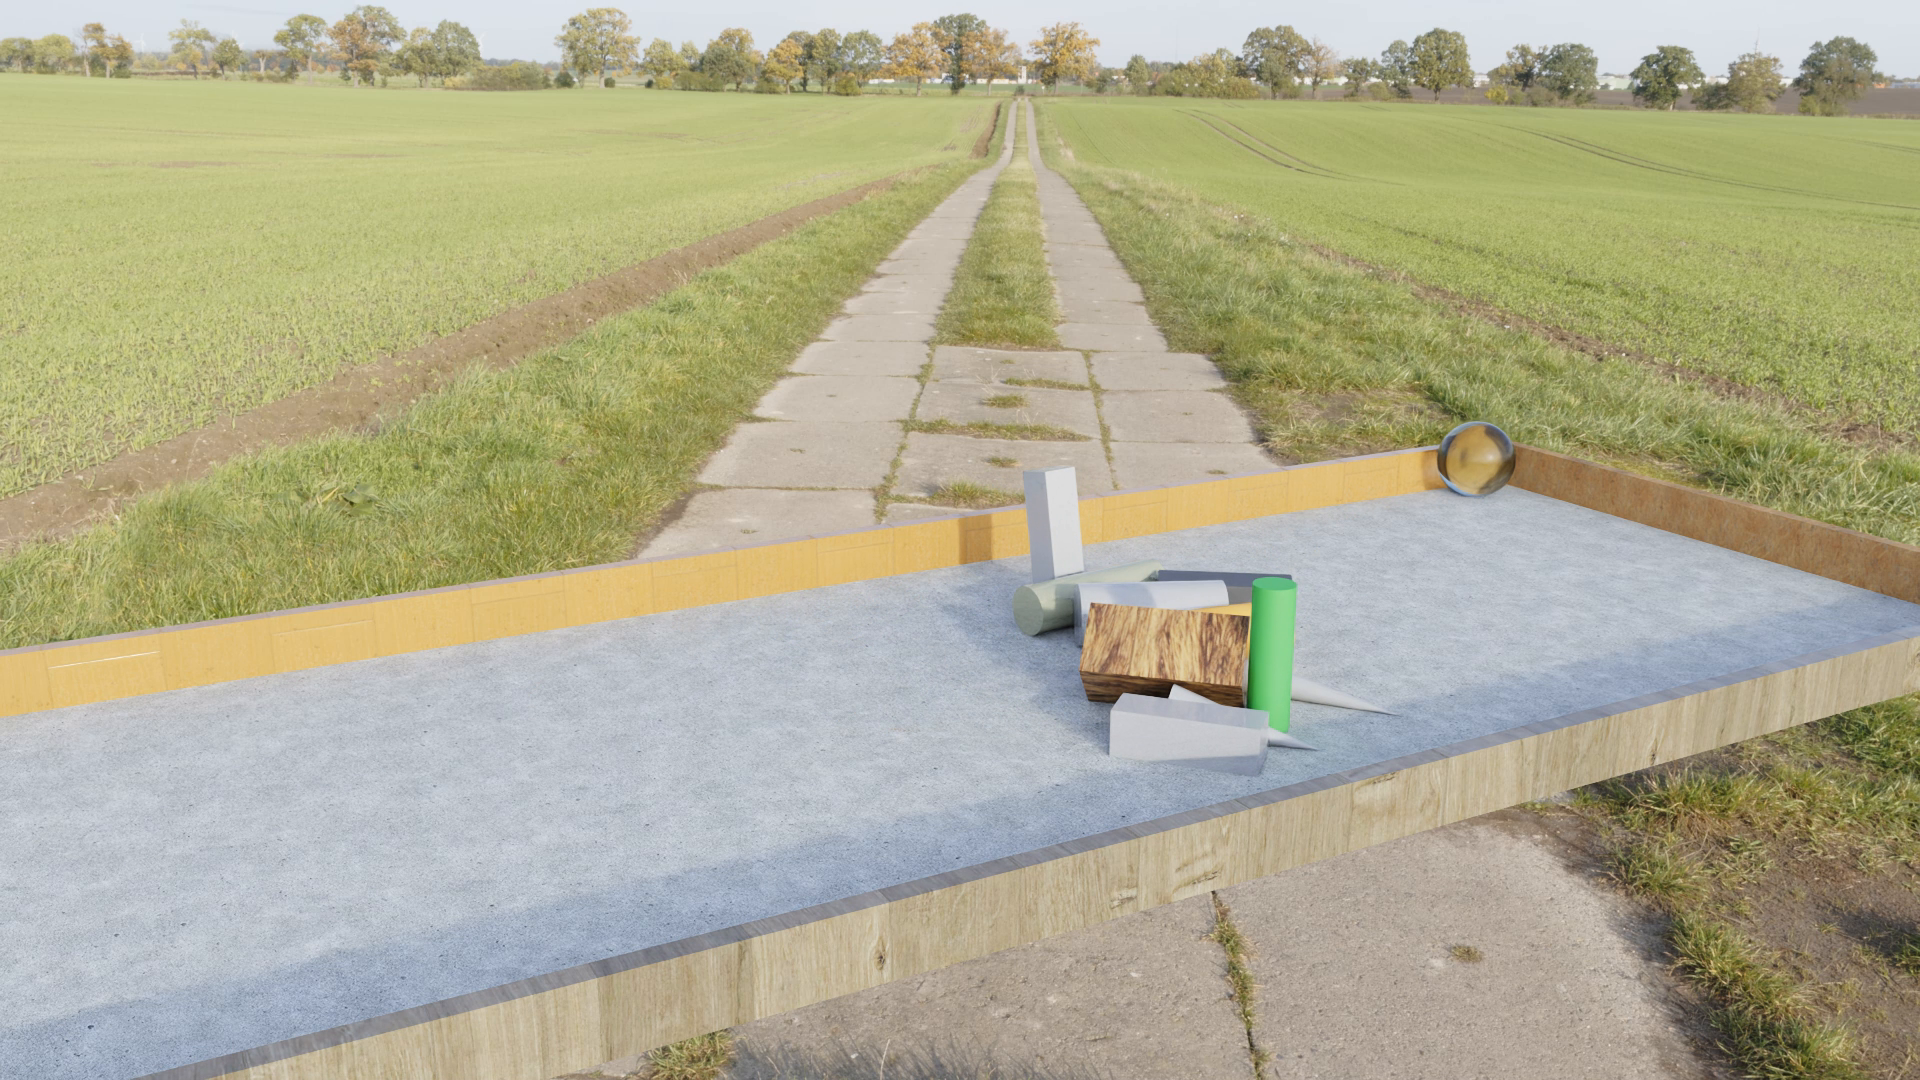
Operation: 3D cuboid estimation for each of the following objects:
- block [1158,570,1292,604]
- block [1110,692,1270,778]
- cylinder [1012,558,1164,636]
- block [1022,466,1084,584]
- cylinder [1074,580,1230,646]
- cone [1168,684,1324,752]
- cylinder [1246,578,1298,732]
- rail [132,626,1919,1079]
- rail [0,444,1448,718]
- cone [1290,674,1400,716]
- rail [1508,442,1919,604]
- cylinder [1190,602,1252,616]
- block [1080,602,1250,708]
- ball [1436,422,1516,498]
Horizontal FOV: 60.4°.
[{"bbox_3d":[0.730,0.169,4.555,0.365,0.128,0.128,2,16,7],"label":"block"},{"bbox_3d":[0.511,0.433,3.683,0.334,0.111,0.111,6,17,19],"label":"block"},{"bbox_3d":[0.366,0.155,4.587,0.451,0.136,0.136,-11,20,-34],"label":"cylinder"},{"bbox_3d":[0.268,-0.005,4.653,0.104,0.394,0.104,-11,10,-34],"label":"block"},{"bbox_3d":[0.507,0.194,4.396,0.389,0.167,0.167,-1,16,-4],"label":"cylinder"},{"bbox_3d":[0.652,0.435,3.770,0.365,0.122,0.122,14,19,13],"label":"cone"},{"bbox_3d":[0.720,0.269,3.815,0.101,0.352,0.101,0,16,0],"label":"cylinder"},{"bbox_3d":[-2.336,1.006,1.665,12.000,0.150,0.050,-9,18,-27],"label":"rail"},{"bbox_3d":[-3.305,0.497,3.399,12.000,0.150,0.050,-9,18,-27],"label":"rail"},{"bbox_3d":[0.857,0.370,4.006,0.448,0.102,0.102,14,21,22],"label":"cone"},{"bbox_3d":[2.466,-0.048,5.253,0.050,0.150,2.100,-9,18,-27],"label":"rail"},{"bbox_3d":[0.624,0.253,4.217,0.436,0.157,0.157,-6,17,-18],"label":"cylinder"},{"bbox_3d":[0.495,0.285,3.934,0.379,0.180,0.180,4,-28,15],"label":"block"},{"bbox_3d":[1.831,-0.286,5.852,0.270,0.270,0.270,0,16,0],"label":"ball"}]
